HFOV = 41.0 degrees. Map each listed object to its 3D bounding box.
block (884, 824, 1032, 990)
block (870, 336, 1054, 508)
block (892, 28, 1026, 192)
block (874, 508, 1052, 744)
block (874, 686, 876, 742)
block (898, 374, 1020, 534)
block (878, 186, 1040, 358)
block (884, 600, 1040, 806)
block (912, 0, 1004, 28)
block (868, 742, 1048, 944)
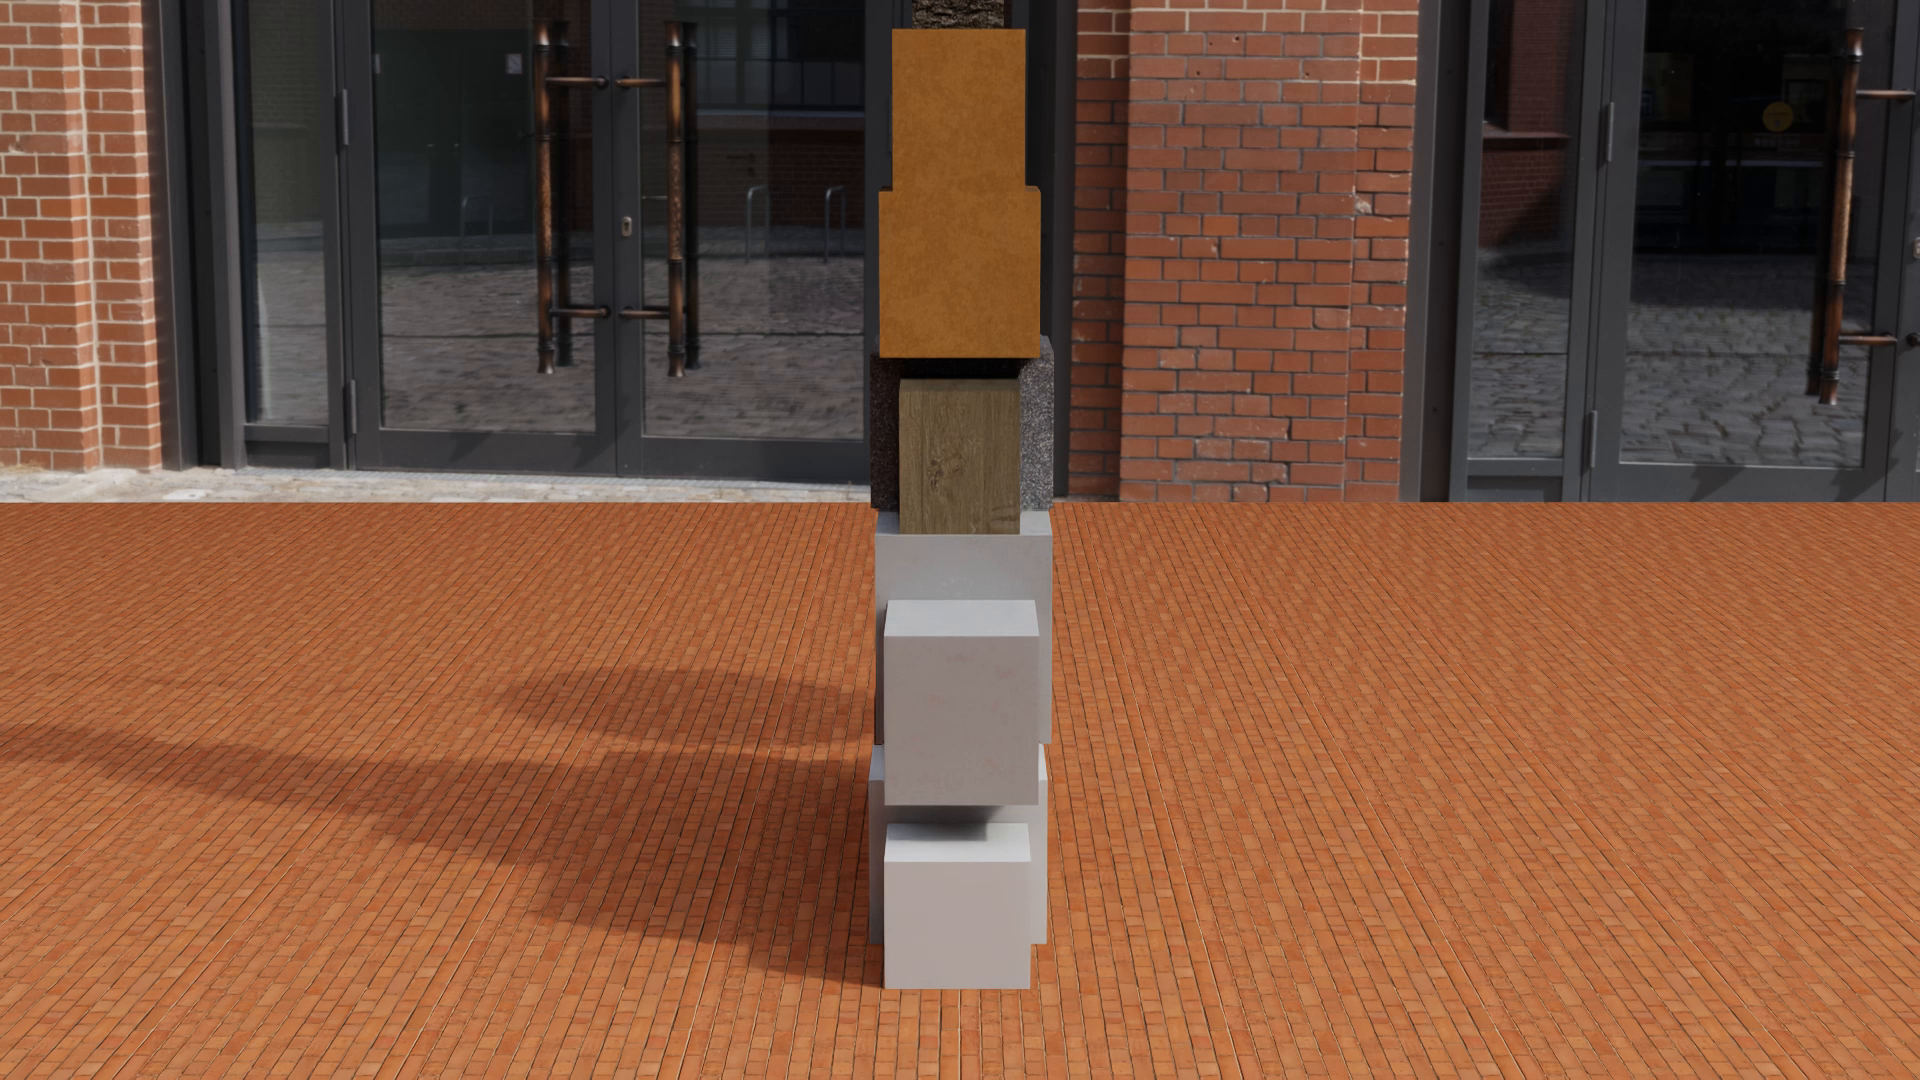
[{"bbox_3d":[-0.009,1.445,10.175,0.566,0.515,0.513,0,10,0],"label":"block"},{"bbox_3d":[0.008,-0.531,11.321,0.781,0.664,0.807,0,10,0],"label":"block"},{"bbox_3d":[-0.005,-1.816,10.841,0.545,0.659,0.616,0,10,0],"label":"block"},{"bbox_3d":[0.015,0.329,10.981,0.727,0.887,0.839,0,12,0],"label":"block"},{"bbox_3d":[-0.008,0.997,11.908,0.752,0.778,0.770,0,10,0],"label":"block"},{"bbox_3d":[-0.001,-0.361,10.669,0.491,0.590,0.496,0,12,0],"label":"block"},{"bbox_3d":[-0.001,-1.153,10.956,0.668,0.687,0.645,0,10,0],"label":"block"},{"bbox_3d":[0.006,0.641,10.275,0.600,0.678,0.658,0,11,0],"label":"block"},{"bbox_3d":[-0.009,-2.346,10.749,0.378,0.416,0.395,0,10,0],"label":"block"},{"bbox_3d":[-0.008,1.257,10.714,0.723,0.693,0.595,0,10,0],"label":"block"}]
